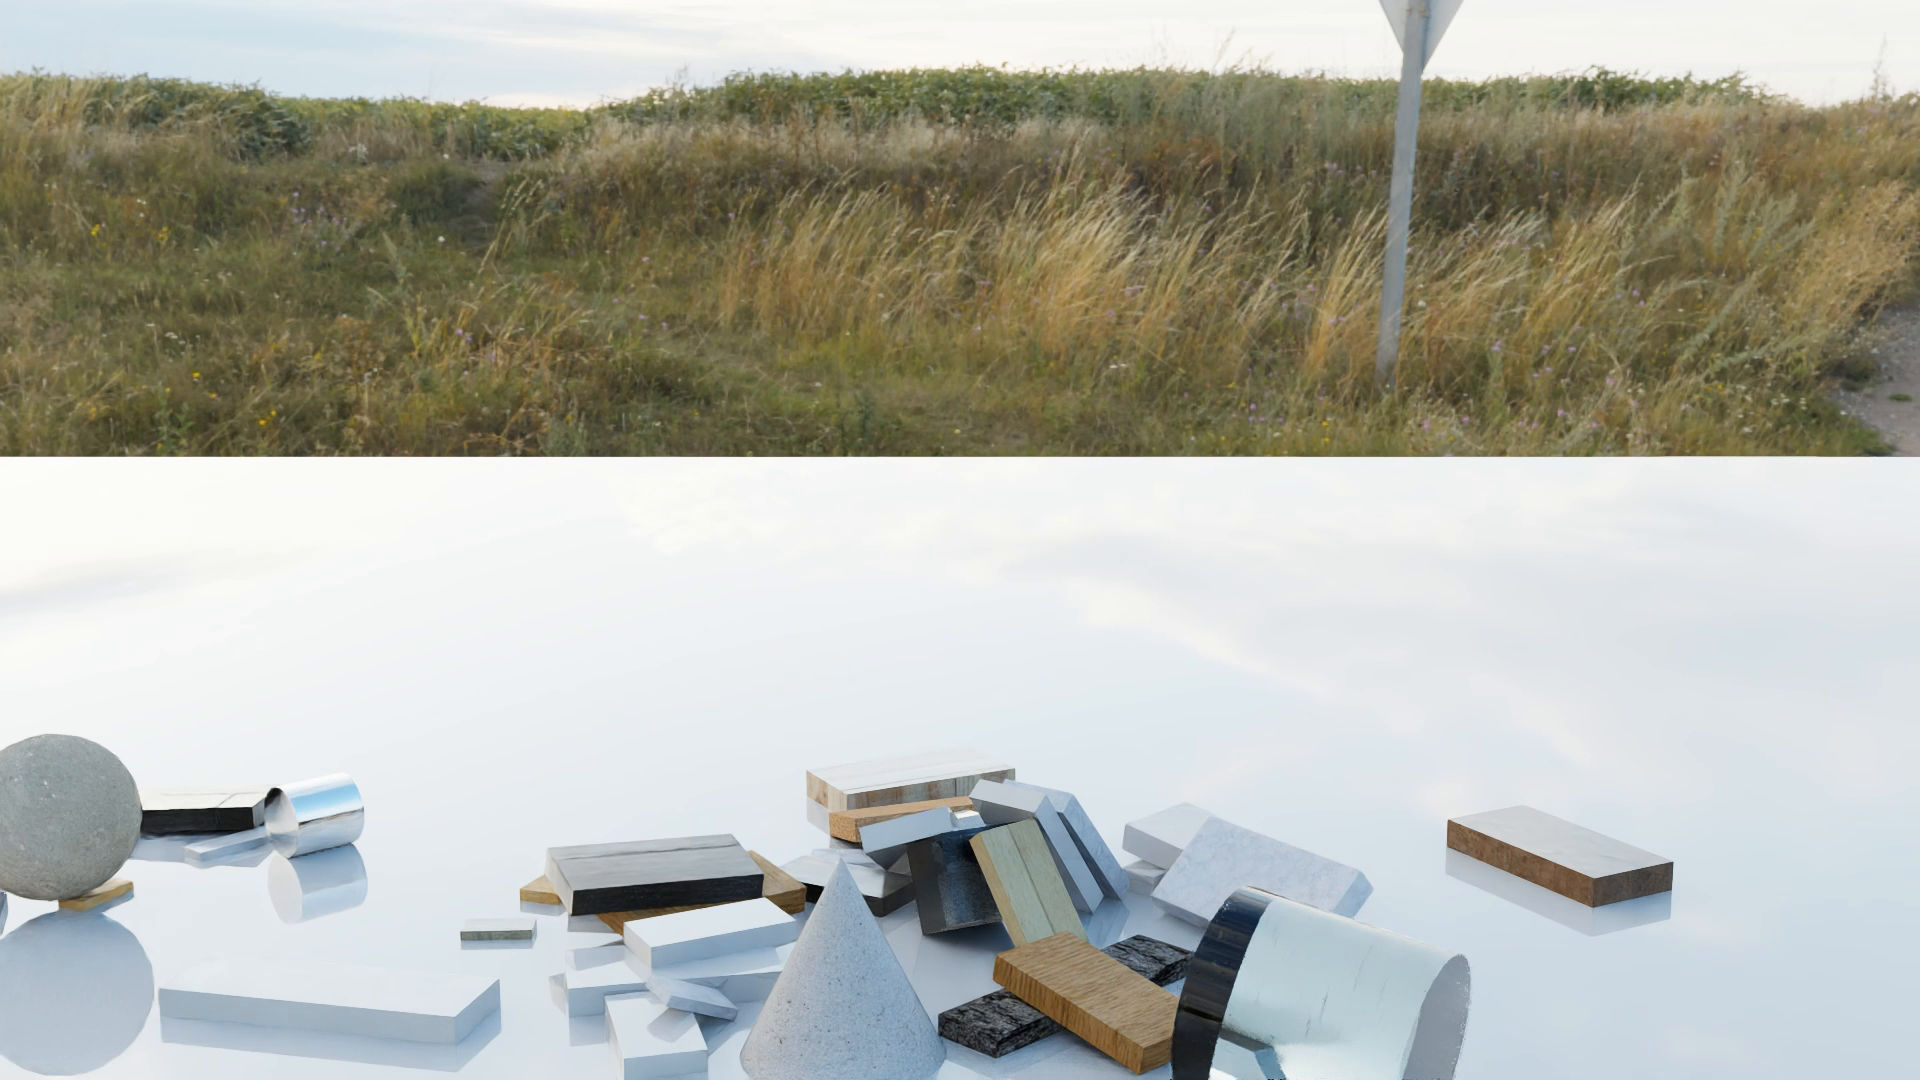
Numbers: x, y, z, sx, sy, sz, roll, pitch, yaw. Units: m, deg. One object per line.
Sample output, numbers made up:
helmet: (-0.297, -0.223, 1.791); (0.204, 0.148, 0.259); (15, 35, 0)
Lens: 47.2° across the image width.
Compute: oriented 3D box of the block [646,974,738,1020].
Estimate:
block: (-0.381, 0.651, 3.127); (0.125, 0.018, 0.063); (24, 3, -41)

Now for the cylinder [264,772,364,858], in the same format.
cylinder: (-1.142, 0.485, 3.888); (0.126, 0.126, 0.126); (-10, 15, -44)

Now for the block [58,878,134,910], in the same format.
block: (-1.433, 0.586, 3.647); (0.056, 0.016, 0.112); (4, 11, 22)

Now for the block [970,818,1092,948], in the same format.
block: (0.109, 0.545, 3.367); (0.113, 0.226, 0.032); (-9, -23, -40)

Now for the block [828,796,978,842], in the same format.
block: (-0.074, 0.500, 3.958); (0.292, 0.041, 0.146); (-4, -1, -22)

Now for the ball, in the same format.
ball: (-1.478, 0.451, 3.586); (0.272, 0.272, 0.272); (0, 11, 0)

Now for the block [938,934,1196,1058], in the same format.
block: (0.163, 0.660, 3.205); (0.113, 0.032, 0.439); (10, 15, 44)

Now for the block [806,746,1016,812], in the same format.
block: (-0.094, 0.463, 4.213); (0.358, 0.051, 0.179); (-6, 12, -28)

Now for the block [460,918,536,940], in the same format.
block: (-0.731, 0.616, 3.484); (0.112, 0.016, 0.056); (-1, 11, -3)

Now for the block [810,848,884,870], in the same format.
block: (-0.187, 0.555, 3.801); (0.143, 0.020, 0.072); (0, 11, 2)

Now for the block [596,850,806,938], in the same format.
block: (-0.420, 0.576, 3.536); (0.311, 0.044, 0.156); (-7, 21, -40)

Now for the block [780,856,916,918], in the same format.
block: (-0.196, 0.575, 3.660); (0.232, 0.033, 0.116); (6, 12, 30)

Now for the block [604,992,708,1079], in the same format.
block: (-0.425, 0.686, 3.063); (0.113, 0.032, 0.226); (-3, 11, -15)

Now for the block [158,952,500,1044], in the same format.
block: (-0.910, 0.660, 3.178); (0.461, 0.041, 0.146); (2, 11, 13)

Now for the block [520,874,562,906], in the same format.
block: (-0.671, 0.576, 3.688); (0.071, 0.020, 0.141); (4, 11, 19)

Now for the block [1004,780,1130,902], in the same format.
block: (0.170, 0.491, 3.593); (0.132, 0.264, 0.037); (8, 55, 36)

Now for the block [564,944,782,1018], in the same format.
block: (-0.426, 0.644, 3.259); (0.311, 0.044, 0.156); (-2, 11, -12)

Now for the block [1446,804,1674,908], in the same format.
block: (1.029, 0.541, 3.794); (0.179, 0.051, 0.358); (-6, 12, -28)

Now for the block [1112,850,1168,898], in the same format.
block: (0.364, 0.551, 3.778); (0.132, 0.037, 0.264); (10, 15, 43)

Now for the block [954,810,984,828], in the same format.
block: (-0.064, 0.504, 3.821); (0.194, 0.028, 0.097); (-9, 0, -15)

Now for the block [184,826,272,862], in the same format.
block: (-1.251, 0.531, 3.946); (0.056, 0.016, 0.273); (9, 14, 41)

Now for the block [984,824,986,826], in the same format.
block: (0.099, 0.512, 3.861); (0.097, 0.028, 0.194); (6, 12, 30)

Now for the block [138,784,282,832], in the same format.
block: (-1.413, 0.493, 4.035); (0.293, 0.041, 0.146); (-2, 9, 4)

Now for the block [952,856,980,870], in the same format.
block: (0.066, 0.538, 3.874); (0.194, 0.028, 0.097); (-6, 12, -29)

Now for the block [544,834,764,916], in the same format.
block: (-0.487, 0.531, 3.503); (0.311, 0.044, 0.156); (-1, 18, -26)

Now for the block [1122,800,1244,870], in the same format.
block: (0.456, 0.537, 3.679); (0.337, 0.048, 0.168); (21, 22, 39)

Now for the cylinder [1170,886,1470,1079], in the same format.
cylinder: (0.450, 0.605, 2.731); (0.279, 0.279, 0.279); (15, 16, 28)

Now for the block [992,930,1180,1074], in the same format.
block: (0.200, 0.648, 3.103); (0.145, 0.041, 0.291); (-9, 24, -42)

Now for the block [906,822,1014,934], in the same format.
block: (0.018, 0.533, 3.464); (0.140, 0.140, 0.140); (-5, -14, -26)

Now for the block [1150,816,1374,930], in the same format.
block: (0.471, 0.554, 3.458); (0.168, 0.048, 0.337); (-50, 33, -18)

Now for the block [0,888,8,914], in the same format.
block: (-1.774, 0.596, 3.546); (0.426, 0.033, 0.116); (-3, 11, -18)

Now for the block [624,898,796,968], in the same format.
block: (-0.378, 0.592, 3.324); (0.232, 0.033, 0.116); (-6, 12, -28)

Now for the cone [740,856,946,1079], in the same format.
cone: (-0.161, 0.568, 3.006); (0.285, 0.285, 0.285); (0, 11, 0)

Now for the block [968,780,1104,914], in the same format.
block: (0.124, 0.495, 3.543); (0.132, 0.264, 0.037); (8, 50, 38)

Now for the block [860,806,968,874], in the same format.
block: (-0.067, 0.497, 3.615); (0.145, 0.041, 0.291); (-15, -17, 3)
